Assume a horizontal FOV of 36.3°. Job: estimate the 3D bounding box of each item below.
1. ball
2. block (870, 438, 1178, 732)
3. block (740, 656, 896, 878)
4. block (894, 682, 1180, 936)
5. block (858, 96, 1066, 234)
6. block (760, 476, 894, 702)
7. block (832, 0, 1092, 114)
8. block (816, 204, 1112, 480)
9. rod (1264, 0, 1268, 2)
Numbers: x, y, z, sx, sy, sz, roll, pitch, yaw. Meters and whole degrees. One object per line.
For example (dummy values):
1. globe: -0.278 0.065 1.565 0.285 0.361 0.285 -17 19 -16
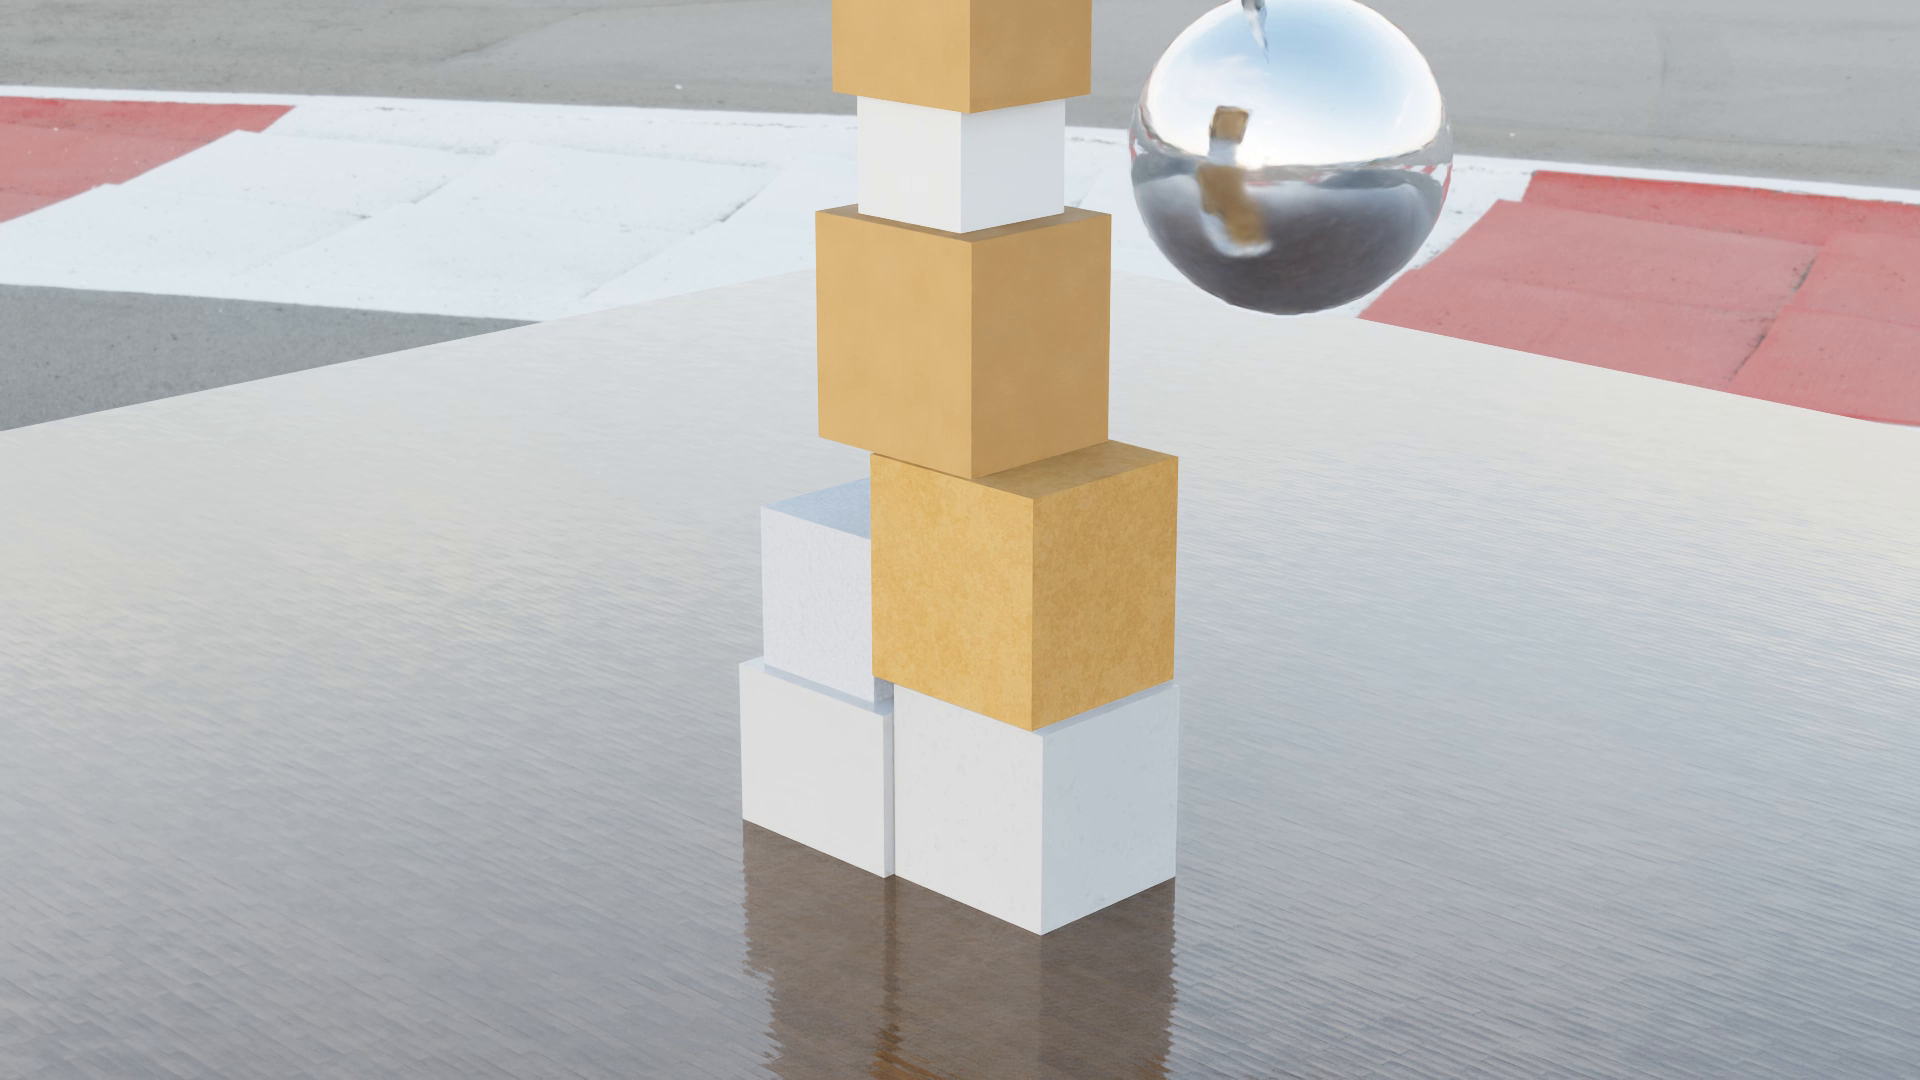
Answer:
1. ball: 1.623 -1.909 14.443 1.600 1.600 1.600 0 17 0
2. block: 0.283 0.123 13.110 0.930 1.043 0.997 -17 24 -42
3. block: -0.343 0.959 13.974 0.996 0.790 0.986 -17 24 -42
4. block: 0.345 1.094 13.310 0.895 0.931 0.921 -17 24 -42
5. block: 0.006 -1.690 12.817 0.642 0.528 0.635 -17 24 -42
6. block: -0.366 0.204 13.769 0.830 0.774 0.756 -17 24 -42
7. block: 0.007 -2.271 12.635 0.744 0.690 0.840 -17 24 -42
8. block: 0.013 -0.949 13.058 0.874 1.033 0.972 -17 24 -42
9. rod: 0.703 -4.630 12.624 0.080 5.200 0.080 17 49 42
